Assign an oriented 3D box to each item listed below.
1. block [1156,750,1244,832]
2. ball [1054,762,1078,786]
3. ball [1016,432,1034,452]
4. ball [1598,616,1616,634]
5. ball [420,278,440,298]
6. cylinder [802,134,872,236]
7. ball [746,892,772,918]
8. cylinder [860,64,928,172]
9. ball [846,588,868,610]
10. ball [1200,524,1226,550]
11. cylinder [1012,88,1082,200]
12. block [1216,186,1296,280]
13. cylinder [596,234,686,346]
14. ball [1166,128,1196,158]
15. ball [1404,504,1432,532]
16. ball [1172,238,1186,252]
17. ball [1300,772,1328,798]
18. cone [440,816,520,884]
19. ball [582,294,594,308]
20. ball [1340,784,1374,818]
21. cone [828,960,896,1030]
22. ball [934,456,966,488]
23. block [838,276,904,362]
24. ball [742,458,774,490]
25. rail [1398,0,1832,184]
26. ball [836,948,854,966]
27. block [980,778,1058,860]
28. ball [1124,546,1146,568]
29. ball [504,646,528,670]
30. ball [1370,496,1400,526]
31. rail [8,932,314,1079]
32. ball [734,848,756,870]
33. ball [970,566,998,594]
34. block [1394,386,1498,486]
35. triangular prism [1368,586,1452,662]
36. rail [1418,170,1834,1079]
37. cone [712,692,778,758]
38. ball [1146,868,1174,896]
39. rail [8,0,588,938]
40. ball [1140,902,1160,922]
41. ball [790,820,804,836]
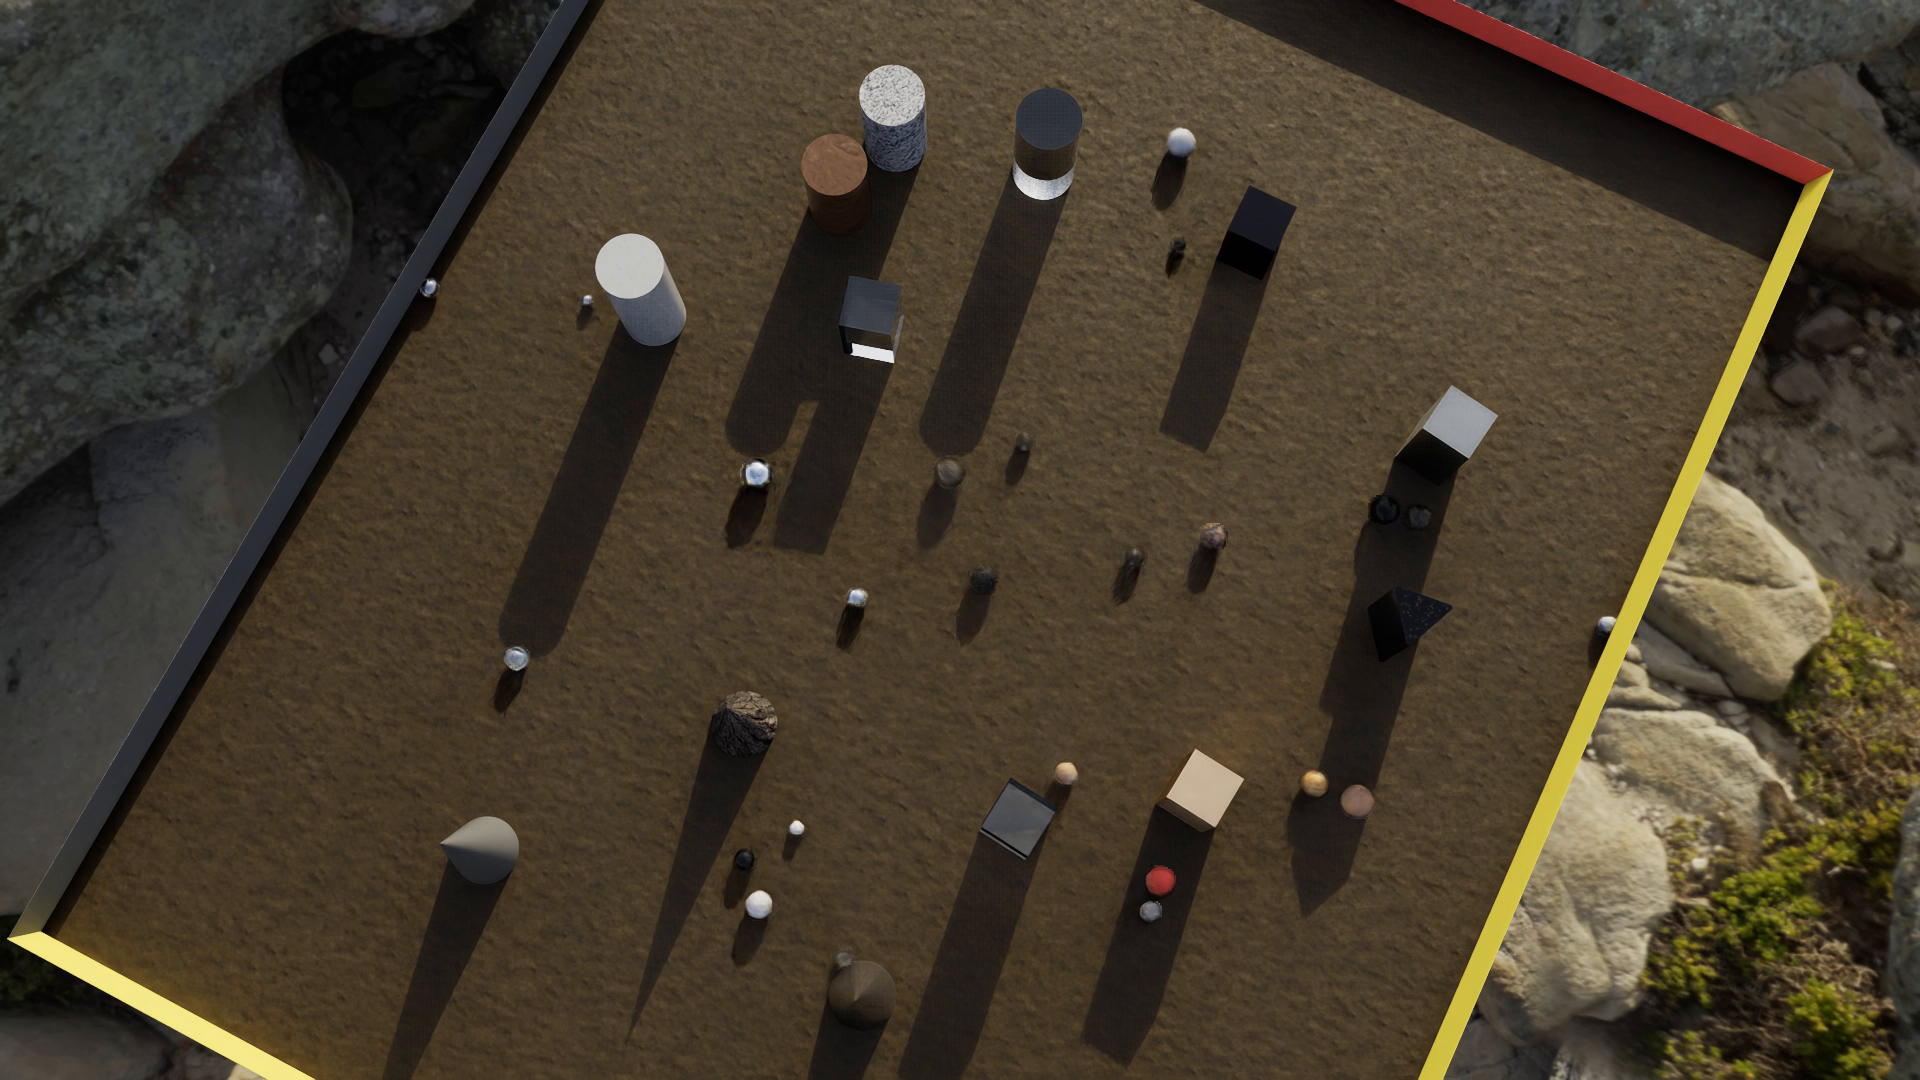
[{"bbox_3d":[0.691,0.729,5.309,0.159,0.307,0.159,32,80,6],"label":"block"},{"bbox_3d":[0.314,0.693,5.438,0.068,0.068,0.068,0,78,0],"label":"ball"},{"bbox_3d":[0.200,-0.302,5.649,0.058,0.058,0.058,0,78,0],"label":"ball"},{"bbox_3d":[1.954,0.257,5.535,0.057,0.057,0.057,0,78,0],"label":"ball"},{"bbox_3d":[-1.664,-0.791,5.750,0.059,0.059,0.059,0,78,0],"label":"ball"},{"bbox_3d":[-0.378,-1.096,5.675,0.199,0.330,0.199,0,78,0],"label":"cylinder"},{"bbox_3d":[-0.587,1.067,5.355,0.080,0.080,0.080,0,78,0],"label":"ball"},{"bbox_3d":[-0.205,-1.310,5.711,0.199,0.347,0.199,0,78,0],"label":"cylinder"},{"bbox_3d":[-0.310,0.177,5.546,0.067,0.067,0.067,0,78,0],"label":"ball"},{"bbox_3d":[0.770,-0.010,5.580,0.076,0.076,0.076,0,78,0],"label":"ball"},{"bbox_3d":[0.267,-1.221,5.673,0.199,0.386,0.199,0,78,0],"label":"cylinder"},{"bbox_3d":[0.917,-0.950,5.682,0.159,0.256,0.159,26,79,5],"label":"block"},{"bbox_3d":[-0.960,-0.750,5.543,0.199,0.448,0.199,0,78,0],"label":"cylinder"},{"bbox_3d":[0.704,-1.263,5.831,0.092,0.092,0.092,0,78,0],"label":"ball"},{"bbox_3d":[1.396,-0.068,5.587,0.085,0.085,0.085,0,78,0],"label":"ball"},{"bbox_3d":[0.693,-0.930,5.786,0.045,0.045,0.045,0,78,0],"label":"ball"},{"bbox_3d":[1.049,0.723,5.427,0.078,0.078,0.078,0,78,0],"label":"ball"},{"bbox_3d":[-1.405,0.869,5.186,0.199,0.492,0.199,0,78,0],"label":"cone"},{"bbox_3d":[-1.166,-0.750,5.751,0.041,0.041,0.041,0,78,0],"label":"ball"},{"bbox_3d":[1.172,0.770,5.408,0.096,0.096,0.096,0,78,0],"label":"ball"},{"bbox_3d":[-0.284,1.286,5.139,0.199,0.414,0.199,0,78,0],"label":"cone"},{"bbox_3d":[-0.032,-0.207,5.609,0.099,0.099,0.099,0,78,0],"label":"ball"},{"bbox_3d":[-0.269,-0.674,5.614,0.159,0.279,0.159,11,79,2],"label":"block"},{"bbox_3d":[-0.619,-0.200,5.607,0.100,0.100,0.100,0,78,0],"label":"ball"},{"bbox_3d":[1.005,-1.961,5.955,3.832,0.129,0.045,26,80,5],"label":"rail"},{"bbox_3d":[-0.336,1.215,5.332,0.054,0.054,0.054,0,78,0],"label":"ball"},{"bbox_3d":[0.167,0.808,5.288,0.159,0.317,0.159,32,80,6],"label":"block"},{"bbox_3d":[0.532,0.051,5.573,0.064,0.064,0.064,0,78,0],"label":"ball"},{"bbox_3d":[-1.333,0.356,5.507,0.071,0.071,0.071,0,78,0],"label":"ball"},{"bbox_3d":[1.295,-0.090,5.588,0.092,0.092,0.092,0,78,0],"label":"ball"},{"bbox_3d":[-1.005,1.975,5.141,3.832,0.129,0.045,26,80,5],"label":"rail"},{"bbox_3d":[-0.634,0.940,5.390,0.064,0.064,0.064,0,78,0],"label":"ball"},{"bbox_3d":[0.071,0.119,5.548,0.086,0.086,0.086,0,78,0],"label":"ball"},{"bbox_3d":[1.455,-0.308,5.502,0.159,0.350,0.159,35,80,7],"label":"block"},{"bbox_3d":[1.291,0.224,5.394,0.172,0.345,0.149,-39,81,-7],"label":"triangular prism"},{"bbox_3d":[1.693,0.836,5.377,0.045,0.129,4.541,26,80,5],"label":"rail"},{"bbox_3d":[-0.648,0.509,5.294,0.199,0.426,0.199,0,78,0],"label":"cone"},{"bbox_3d":[0.584,1.000,5.368,0.082,0.082,0.082,0,78,0],"label":"ball"},{"bbox_3d":[-1.693,-0.822,5.720,0.045,0.129,4.541,26,80,5],"label":"rail"},{"bbox_3d":[0.556,1.087,5.361,0.060,0.060,0.060,0,78,0],"label":"ball"},{"bbox_3d":[-0.483,0.852,5.418,0.044,0.044,0.044,0,78,0],"label":"ball"}]
